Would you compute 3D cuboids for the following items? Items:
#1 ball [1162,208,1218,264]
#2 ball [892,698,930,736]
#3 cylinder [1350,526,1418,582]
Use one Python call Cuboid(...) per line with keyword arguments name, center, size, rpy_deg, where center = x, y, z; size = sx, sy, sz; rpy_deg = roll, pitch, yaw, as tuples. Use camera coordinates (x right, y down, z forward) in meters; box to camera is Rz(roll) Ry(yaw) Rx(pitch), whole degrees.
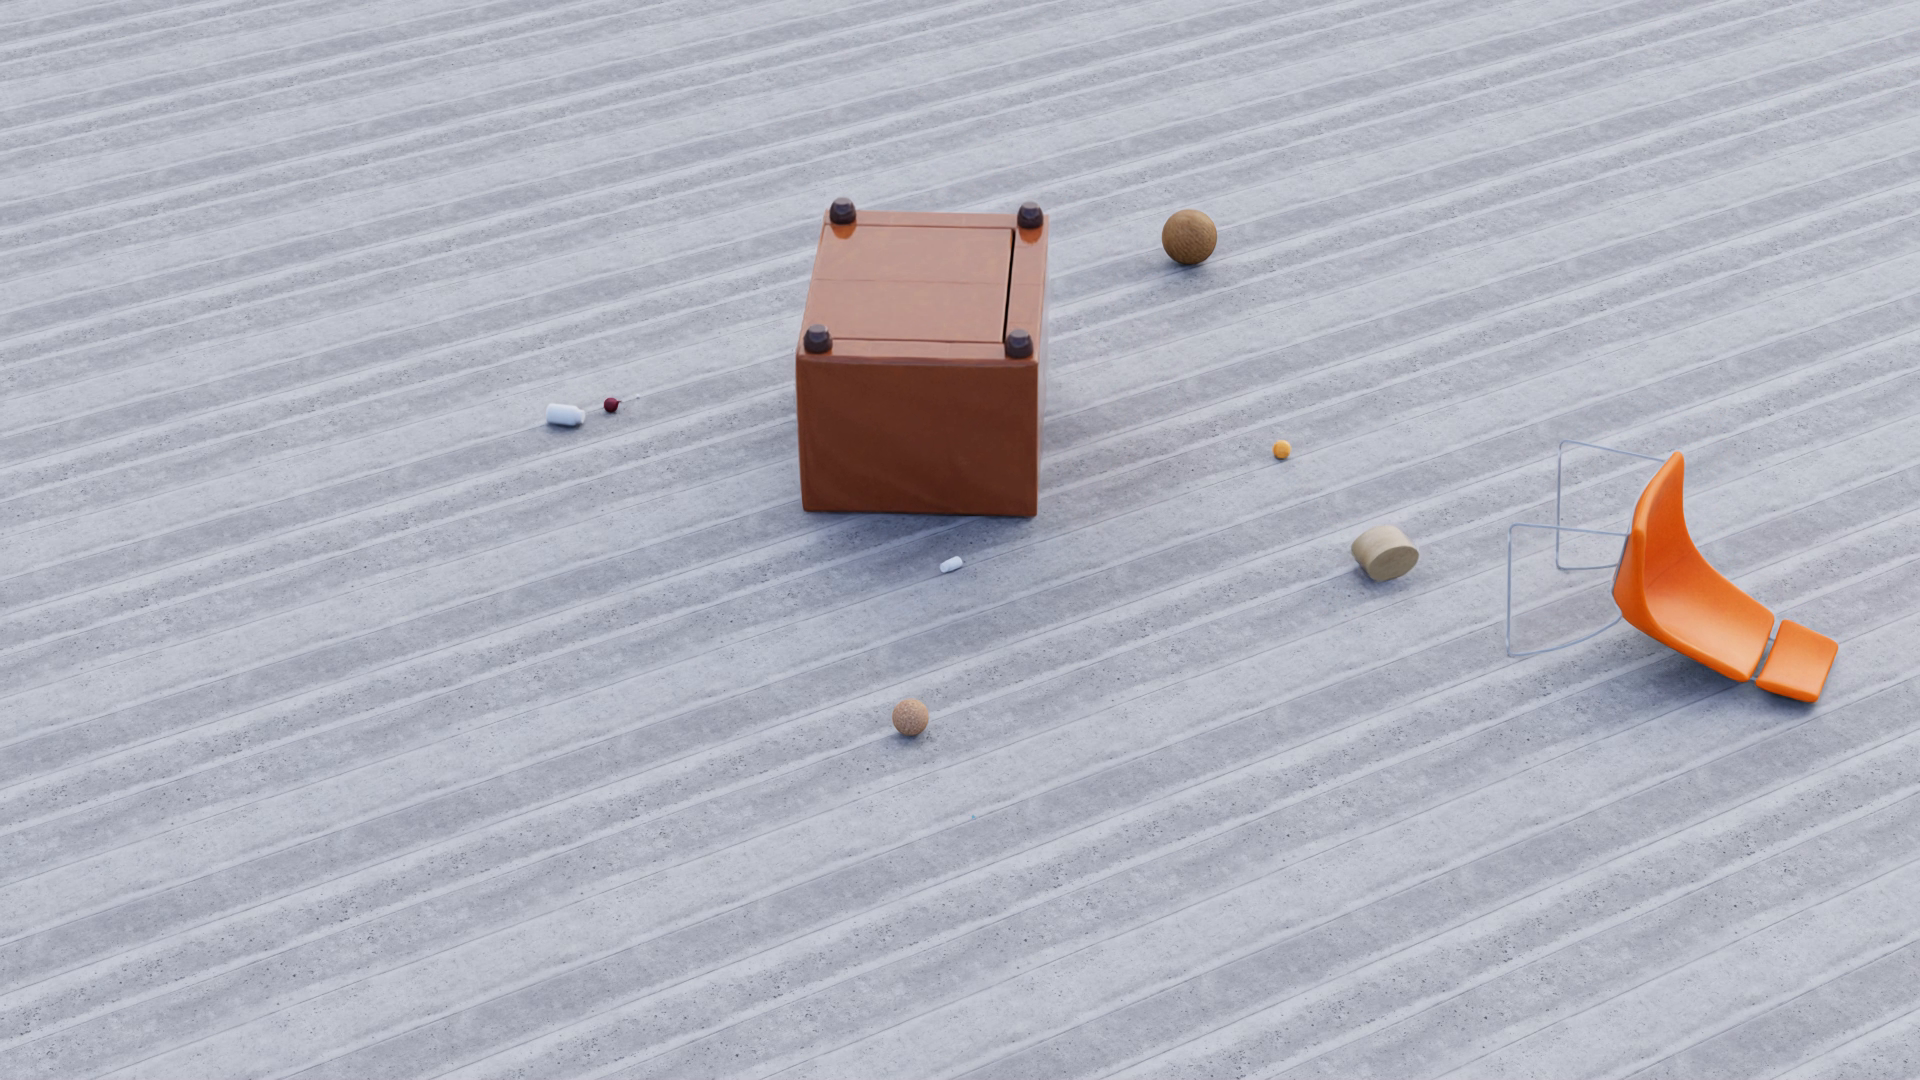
Cuboid(name="ball", center=(0.995, -1.315, 12.719), size=(0.242, 0.242, 0.242), rpy_deg=(0, 33, 0))
Cuboid(name="ball", center=(-0.167, 0.599, 9.921), size=(0.126, 0.126, 0.126), rpy_deg=(0, 33, 0))
Cuboid(name="cylinder", center=(1.555, 0.048, 10.740), size=(0.205, 0.143, 0.144), rpy_deg=(-16, 36, -12))
